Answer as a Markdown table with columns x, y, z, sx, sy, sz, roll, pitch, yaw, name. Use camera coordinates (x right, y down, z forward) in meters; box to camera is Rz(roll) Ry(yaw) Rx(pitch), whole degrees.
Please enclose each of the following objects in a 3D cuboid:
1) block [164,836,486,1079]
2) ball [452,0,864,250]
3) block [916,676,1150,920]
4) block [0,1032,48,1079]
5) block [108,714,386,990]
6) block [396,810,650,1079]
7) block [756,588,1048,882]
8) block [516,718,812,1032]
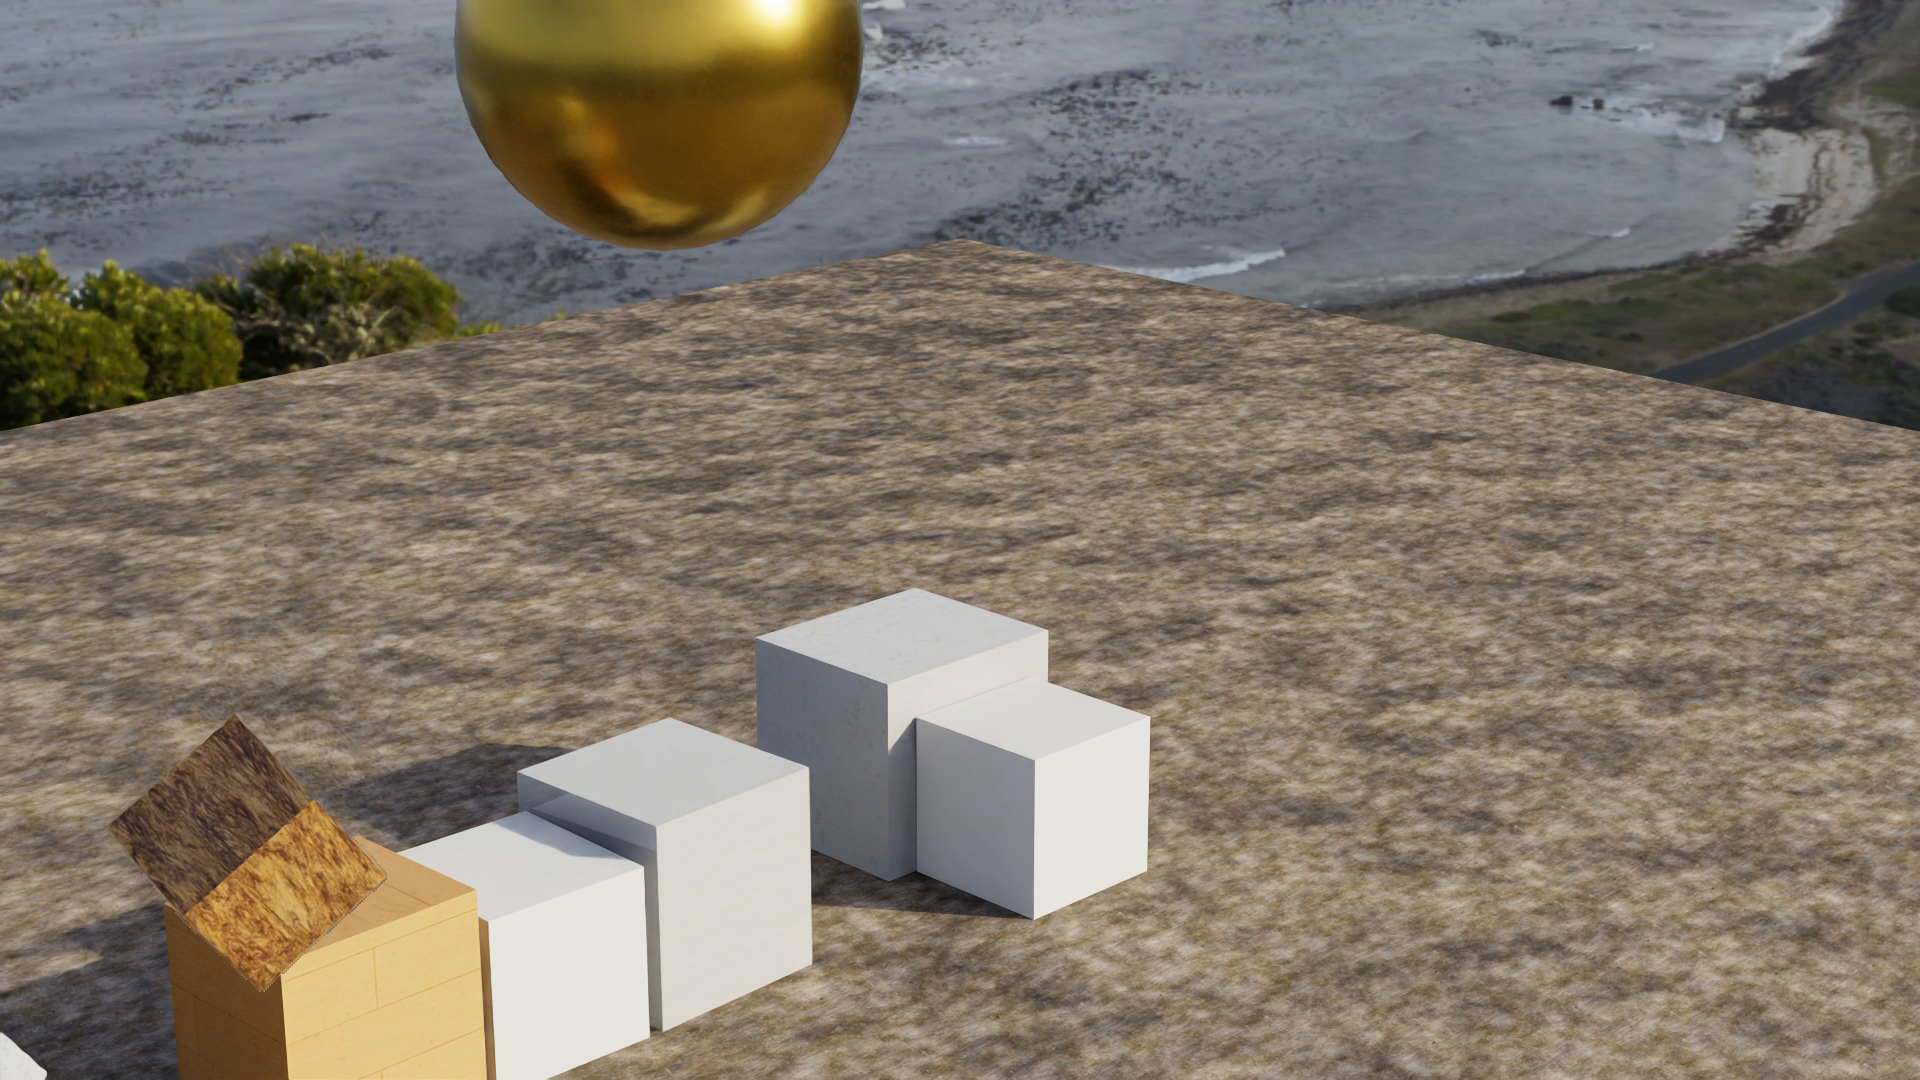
| x | y | z | sx | sy | sz | roll | pitch | yaw | name |
| --- | --- | --- | --- | --- | --- | --- | --- | --- | --- |
| -2.408 | 1.775 | 11.188 | 0.756 | 0.904 | 0.880 | 16 | 23 | 41 | block |
| -1.177 | -1.938 | 11.499 | 1.600 | 1.600 | 1.600 | 0 | 17 | 0 | ball |
| 0.331 | 1.162 | 13.382 | 0.754 | 0.758 | 0.743 | -17 | 24 | -42 | block |
| -3.929 | 1.942 | 10.083 | 0.898 | 0.873 | 0.901 | 8 | 57 | 25 | block |
| -2.476 | 1.087 | 10.199 | 0.573 | 0.569 | 0.531 | -43 | 54 | -12 | block |
| -1.807 | 1.653 | 11.829 | 0.749 | 0.753 | 0.798 | -16 | 24 | -41 | block |
| -0.271 | 0.897 | 13.895 | 1.045 | 0.957 | 0.897 | -17 | 24 | -42 | block |
| -1.242 | 1.392 | 12.405 | 0.868 | 0.906 | 0.857 | 15 | 23 | 40 | block |
